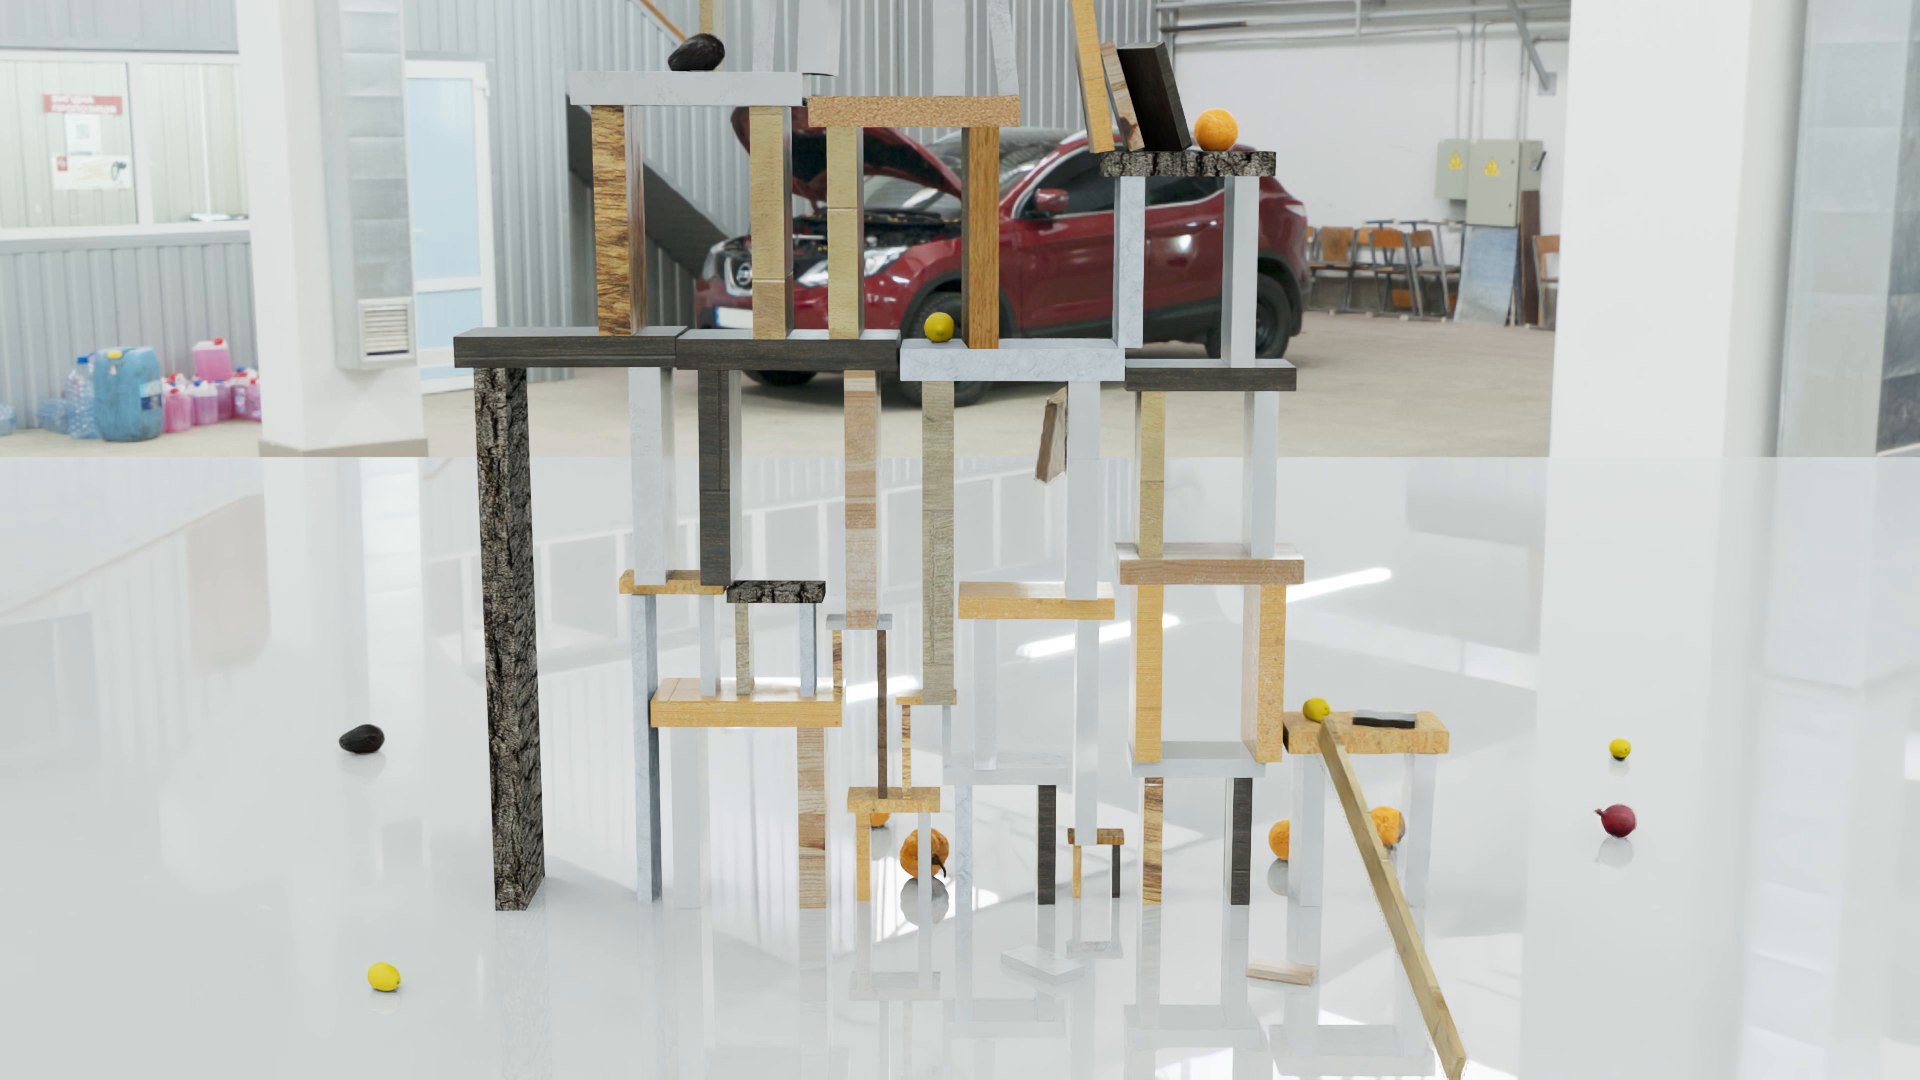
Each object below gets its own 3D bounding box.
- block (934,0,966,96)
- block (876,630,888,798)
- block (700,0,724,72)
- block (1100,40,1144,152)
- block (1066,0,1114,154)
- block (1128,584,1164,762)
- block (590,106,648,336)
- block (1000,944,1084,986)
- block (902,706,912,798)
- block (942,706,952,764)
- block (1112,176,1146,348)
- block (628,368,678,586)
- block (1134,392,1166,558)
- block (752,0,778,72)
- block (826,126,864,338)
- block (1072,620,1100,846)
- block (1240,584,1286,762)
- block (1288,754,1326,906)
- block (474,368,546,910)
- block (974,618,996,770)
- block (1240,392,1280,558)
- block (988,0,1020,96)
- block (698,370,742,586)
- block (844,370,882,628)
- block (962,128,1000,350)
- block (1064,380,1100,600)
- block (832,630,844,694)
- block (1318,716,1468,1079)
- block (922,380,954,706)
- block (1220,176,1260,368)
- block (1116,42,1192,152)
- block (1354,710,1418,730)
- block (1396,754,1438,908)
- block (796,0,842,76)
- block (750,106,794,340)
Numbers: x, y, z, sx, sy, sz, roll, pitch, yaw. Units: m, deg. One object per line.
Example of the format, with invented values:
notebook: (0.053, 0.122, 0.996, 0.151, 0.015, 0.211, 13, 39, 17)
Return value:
block: (-0.013, -0.862, 3.400, 0.044, 0.346, 0.155, 1, 11, 1)
block: (-0.127, 0.280, 3.609, 0.015, 0.284, 0.054, 0, 11, 0)
block: (-0.387, -0.806, 3.435, 0.021, 0.151, 0.076, 1, 11, 7)
block: (0.249, -0.692, 3.432, 0.024, 0.169, 0.085, -17, 10, 2)
block: (0.198, -0.756, 3.420, 0.031, 0.303, 0.110, -10, 11, 1)
block: (0.304, 0.202, 3.597, 0.041, 0.293, 0.146, 0, 11, 0)
block: (-0.538, -0.508, 3.484, 0.050, 0.353, 0.176, 0, 11, 1)
block: (0.125, 0.644, 3.334, 0.060, 0.017, 0.121, -9, 14, -40)
block: (-0.088, 0.342, 3.619, 0.014, 0.159, 0.049, 0, 11, 0)
block: (-0.022, 0.313, 3.613, 0.014, 0.099, 0.050, 0, 11, 0)
block: (0.266, -0.442, 3.476, 0.037, 0.265, 0.132, 0, 11, 0)
block: (-0.493, -0.114, 3.543, 0.049, 0.346, 0.173, 0, 11, -1)
block: (0.305, -0.115, 3.543, 0.038, 0.266, 0.133, 0, 11, 0)
block: (-0.301, -0.800, 3.405, 0.021, 0.151, 0.076, 5, 11, 2)
block: (-0.180, -0.487, 3.470, 0.046, 0.324, 0.162, 0, 11, 1)
block: (0.206, 0.301, 3.611, 0.035, 0.378, 0.125, 0, 11, 1)
block: (0.495, 0.202, 3.595, 0.041, 0.293, 0.146, -1, 11, -3)
block: (0.575, 0.462, 3.647, 0.037, 0.259, 0.130, 0, 11, 0)
block: (-0.734, 0.153, 3.592, 0.049, 0.887, 0.173, 0, 11, 0)
block: (0.040, 0.238, 3.602, 0.035, 0.250, 0.125, 0, 11, 0)
block: (0.482, -0.114, 3.542, 0.038, 0.266, 0.133, 0, 11, 0)
block: (0.063, -0.800, 3.412, 0.031, 0.220, 0.110, -7, 10, 2)
block: (-0.385, -0.112, 3.543, 0.049, 0.343, 0.171, 1, 11, 1)
block: (-0.155, -0.077, 3.546, 0.049, 0.412, 0.171, 0, 11, 1)
block: (0.031, -0.479, 3.469, 0.046, 0.339, 0.162, -1, 11, -4)
block: (0.196, -0.092, 3.546, 0.049, 0.349, 0.175, 0, 11, 2)
block: (-0.199, 0.193, 3.593, 0.015, 0.107, 0.054, 0, 11, 0)
block: (0.619, 0.501, 3.199, 0.014, 0.050, 0.690, 1, 36, -10)
block: (-0.035, -0.008, 3.562, 0.049, 0.522, 0.175, 0, 11, 0)
block: (0.443, -0.427, 3.481, 0.037, 0.295, 0.132, 0, 11, 0)
block: (0.300, -0.686, 3.409, 0.024, 0.169, 0.085, -36, 30, -32)
block: (0.697, 0.294, 3.601, 0.099, 0.014, 0.050, 3, 11, 17)
block: (0.755, 0.462, 3.645, 0.037, 0.259, 0.130, 3, 11, 5)
block: (-0.213, -0.878, 3.396, 0.044, 0.311, 0.155, 4, 11, 4)
block: (-0.296, -0.503, 3.469, 0.050, 0.356, 0.176, 0, 11, 0)
